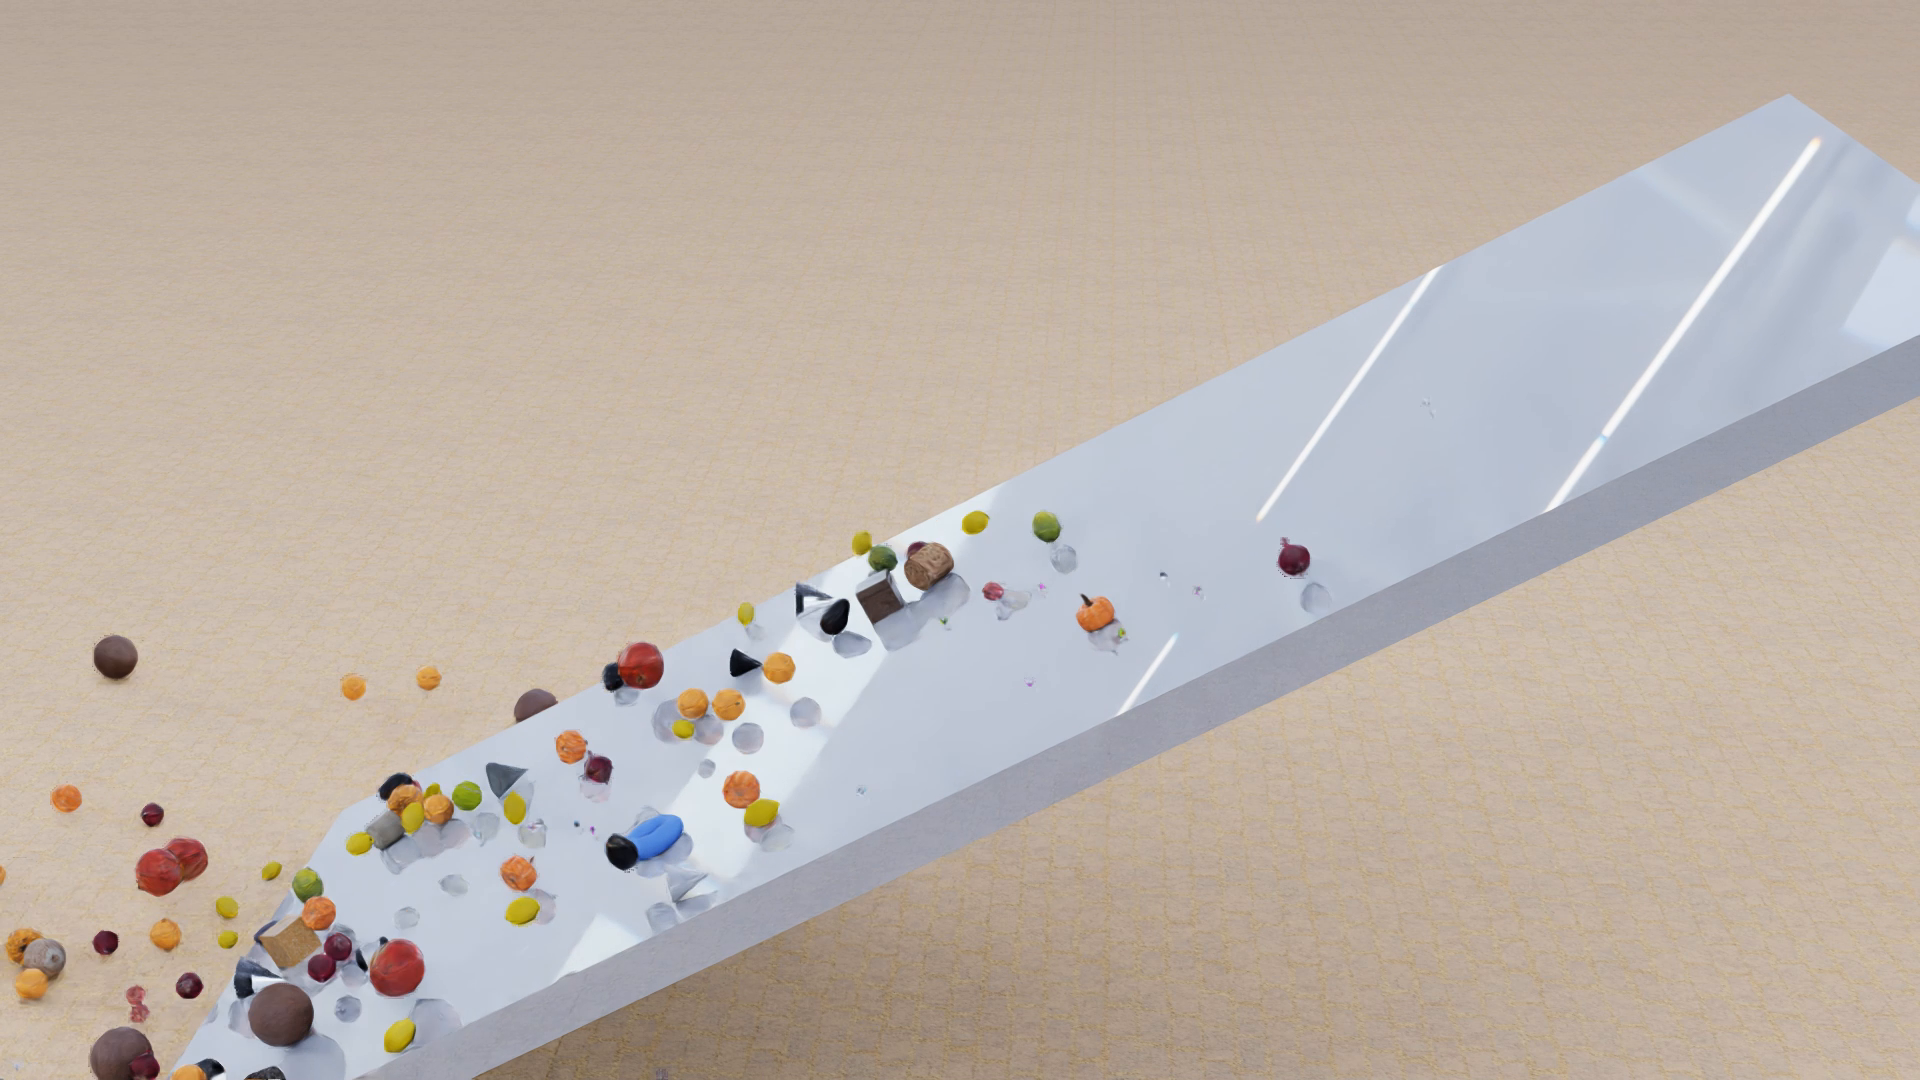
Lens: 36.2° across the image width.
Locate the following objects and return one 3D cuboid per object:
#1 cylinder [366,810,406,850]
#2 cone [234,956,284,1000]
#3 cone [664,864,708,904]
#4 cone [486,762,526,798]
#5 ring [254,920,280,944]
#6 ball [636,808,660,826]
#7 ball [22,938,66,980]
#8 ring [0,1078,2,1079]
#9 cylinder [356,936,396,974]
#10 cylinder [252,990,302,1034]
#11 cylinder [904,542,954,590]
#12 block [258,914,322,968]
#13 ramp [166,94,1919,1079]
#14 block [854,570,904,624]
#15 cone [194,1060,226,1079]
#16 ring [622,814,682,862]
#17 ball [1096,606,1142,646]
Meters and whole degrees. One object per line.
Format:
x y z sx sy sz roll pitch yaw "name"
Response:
-1.370 0.693 7.019 0.069 0.069 0.069 15 41 39 "cylinder"
-1.523 0.959 6.429 0.095 0.095 0.095 1 17 7 "cone"
-0.510 0.639 5.551 0.078 0.078 0.078 -14 18 -1 "cone"
-1.056 0.553 6.924 0.087 0.087 0.087 -16 23 -30 "cone"
-1.594 0.905 6.796 0.078 0.026 0.078 -26 14 7 "ring"
-0.639 0.575 6.042 0.053 0.053 0.053 0 17 0 "ball"
-2.128 0.973 6.836 0.096 0.096 0.096 0 17 0 "ball"
-2.097 1.177 6.281 0.115 0.038 0.115 0 18 0 "ring"
-1.219 0.866 6.130 0.060 0.060 0.060 -26 14 10 "cylinder"
-1.409 0.975 6.063 0.085 0.085 0.085 -9 -9 -26 "cylinder"
-0.072 0.059 6.699 0.082 0.082 0.082 15 40 39 "cylinder"
-1.484 0.889 6.520 0.082 0.082 0.082 -12 22 50 "block"
0.141 0.167 6.281 4.000 0.100 2.000 -26 14 11 "ramp"
-0.184 0.128 6.680 0.080 0.080 0.080 -27 14 7 "block"
-1.534 1.100 5.976 0.067 0.067 0.067 19 45 -20 "cone"
-0.620 0.600 5.933 0.134 0.045 0.134 -26 15 8 "ring"
0.308 0.171 5.675 0.088 0.088 0.088 0 17 0 "ball"
